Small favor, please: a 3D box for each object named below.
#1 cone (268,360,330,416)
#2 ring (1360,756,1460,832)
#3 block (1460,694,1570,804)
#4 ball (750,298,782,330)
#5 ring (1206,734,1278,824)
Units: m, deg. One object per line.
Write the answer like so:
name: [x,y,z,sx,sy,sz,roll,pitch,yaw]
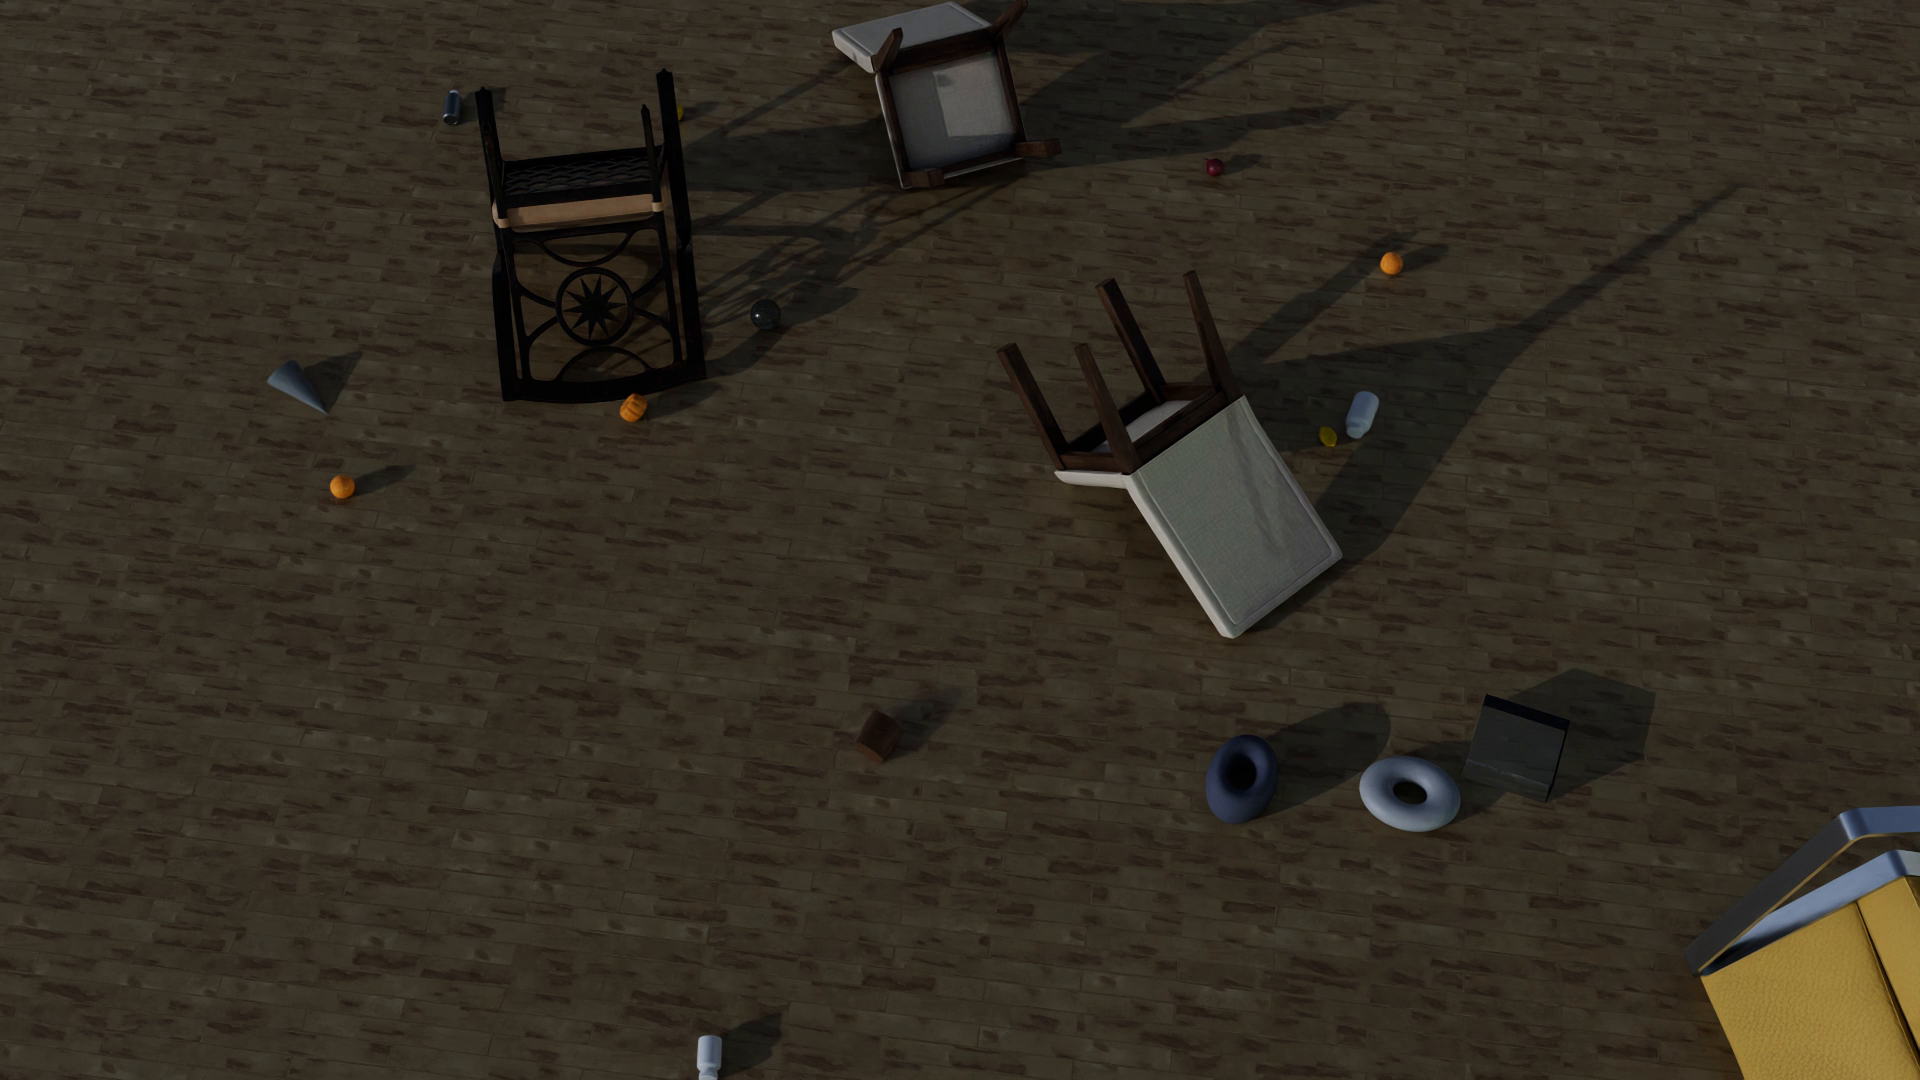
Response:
cone: [-2.041,-0.456,6.856,0.215,0.078,0.115,40,60,12]
ring: [1.241,0.699,6.063,0.279,0.070,0.225,11,56,6]
block: [1.547,0.580,6.123,0.239,0.101,0.221,18,58,11]
ball: [-0.618,-0.718,6.997,0.098,0.098,0.098,0,56,0]
ring: [0.776,0.658,6.055,0.192,0.129,0.261,19,60,10]
